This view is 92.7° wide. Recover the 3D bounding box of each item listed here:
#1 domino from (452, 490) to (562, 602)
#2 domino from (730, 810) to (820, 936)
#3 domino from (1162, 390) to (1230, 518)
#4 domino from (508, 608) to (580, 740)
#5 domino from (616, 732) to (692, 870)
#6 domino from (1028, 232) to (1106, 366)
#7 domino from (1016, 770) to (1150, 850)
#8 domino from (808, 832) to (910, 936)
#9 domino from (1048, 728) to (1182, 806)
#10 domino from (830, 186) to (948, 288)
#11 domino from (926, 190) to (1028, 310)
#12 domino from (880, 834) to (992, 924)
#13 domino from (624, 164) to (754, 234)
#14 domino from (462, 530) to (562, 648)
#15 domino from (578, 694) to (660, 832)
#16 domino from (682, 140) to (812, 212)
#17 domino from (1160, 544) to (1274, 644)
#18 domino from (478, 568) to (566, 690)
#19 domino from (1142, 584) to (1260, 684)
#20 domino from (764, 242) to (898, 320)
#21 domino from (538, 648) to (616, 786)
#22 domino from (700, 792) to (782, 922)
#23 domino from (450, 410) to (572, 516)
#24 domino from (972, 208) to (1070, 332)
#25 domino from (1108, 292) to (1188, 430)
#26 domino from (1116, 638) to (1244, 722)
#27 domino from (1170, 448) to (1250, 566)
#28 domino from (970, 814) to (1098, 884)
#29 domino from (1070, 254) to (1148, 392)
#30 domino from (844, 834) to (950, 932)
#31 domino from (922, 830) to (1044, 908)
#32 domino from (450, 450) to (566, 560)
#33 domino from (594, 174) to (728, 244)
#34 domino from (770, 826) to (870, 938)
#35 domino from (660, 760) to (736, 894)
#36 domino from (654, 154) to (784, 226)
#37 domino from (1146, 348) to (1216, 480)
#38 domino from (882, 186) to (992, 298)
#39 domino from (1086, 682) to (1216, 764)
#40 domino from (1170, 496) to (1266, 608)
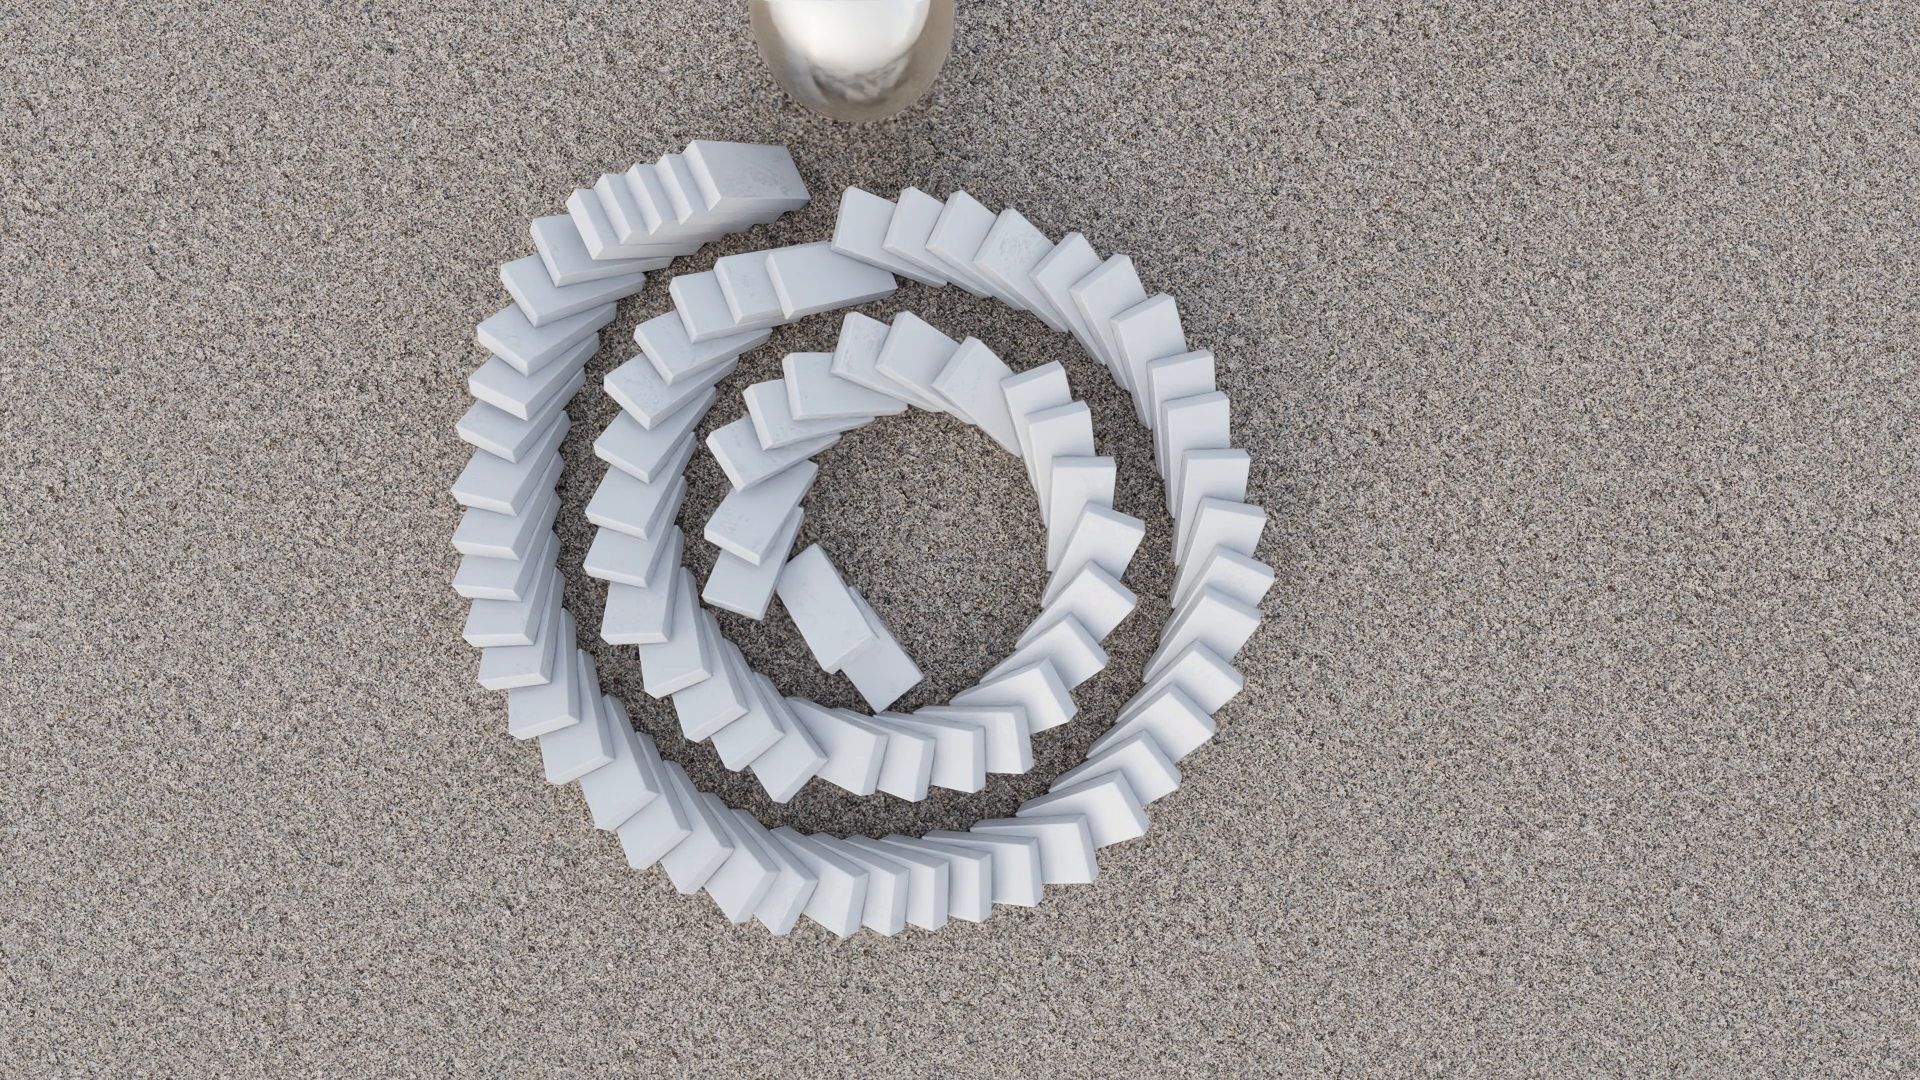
[{"bbox_3d":[-0.188,0.001,0.382,0.025,0.009,0.050,5,57,2],"label":"domino"},{"bbox_3d":[-0.084,0.138,0.382,0.050,0.010,0.025,29,90,34],"label":"domino"},{"bbox_3d":[0.099,-0.035,0.382,0.025,0.009,0.050,-11,121,-1],"label":"domino"},{"bbox_3d":[-0.174,0.055,0.383,0.025,0.009,0.050,-17,60,0],"label":"domino"},{"bbox_3d":[-0.133,0.108,0.383,0.025,0.010,0.050,-38,58,1],"label":"domino"},{"bbox_3d":[0.054,-0.101,0.384,0.025,0.010,0.050,-45,119,0],"label":"domino"},{"bbox_3d":[0.051,0.116,0.383,0.050,0.009,0.025,-28,93,30],"label":"domino"},{"bbox_3d":[-0.044,0.142,0.381,0.050,0.010,0.025,8,93,36],"label":"domino"},{"bbox_3d":[0.065,0.102,0.384,0.050,0.010,0.025,-38,90,28],"label":"domino"},{"bbox_3d":[-0.027,-0.127,0.385,0.050,0.010,0.025,13,90,-24],"label":"domino"},{"bbox_3d":[0.012,-0.120,0.382,0.050,0.010,0.025,27,86,-30],"label":"domino"},{"bbox_3d":[-0.011,0.140,0.383,0.050,0.010,0.025,0,90,33],"label":"domino"},{"bbox_3d":[-0.110,-0.140,0.378,0.010,0.050,0.025,-26,90,40],"label":"domino"},{"bbox_3d":[-0.186,0.020,0.382,0.025,0.009,0.050,-2,56,2],"label":"domino"},{"bbox_3d":[-0.147,0.092,0.383,0.025,0.009,0.050,-37,59,0],"label":"domino"},{"bbox_3d":[-0.087,-0.150,0.378,0.009,0.050,0.025,-26,90,40],"label":"domino"},{"bbox_3d":[0.107,0.028,0.383,0.025,0.010,0.050,23,121,-1],"label":"domino"},{"bbox_3d":[-0.182,0.036,0.382,0.025,0.010,0.050,-7,57,0],"label":"domino"},{"bbox_3d":[0.100,0.044,0.382,0.025,0.010,0.050,26,121,-3],"label":"domino"},{"bbox_3d":[-0.053,-0.111,0.383,0.050,0.010,0.025,-22,90,-30],"label":"domino"},{"bbox_3d":[-0.163,0.074,0.384,0.025,0.009,0.050,-25,62,0],"label":"domino"},{"bbox_3d":[-0.099,0.131,0.382,0.050,0.010,0.025,35,93,33],"label":"domino"},{"bbox_3d":[-0.186,-0.035,0.382,0.025,0.009,0.050,13,57,4],"label":"domino"},{"bbox_3d":[0.032,-0.112,0.383,0.050,0.010,0.025,32,87,-30],"label":"domino"},{"bbox_3d":[0.082,-0.074,0.382,0.025,0.010,0.050,-26,121,-4],"label":"domino"},{"bbox_3d":[0.091,0.067,0.383,0.025,0.009,0.050,39,120,0],"label":"domino"},{"bbox_3d":[0.104,-0.013,0.383,0.025,0.010,0.050,-1,120,0],"label":"domino"},{"bbox_3d":[0.031,0.130,0.384,0.050,0.009,0.025,-13,91,28],"label":"domino"},{"bbox_3d":[0.068,-0.090,0.382,0.025,0.010,0.050,-38,122,-4],"label":"domino"},{"bbox_3d":[-0.028,0.142,0.381,0.050,0.010,0.025,3,91,36],"label":"domino"},{"bbox_3d":[0.009,0.137,0.384,0.050,0.009,0.025,-5,90,28],"label":"domino"},{"bbox_3d":[-0.187,-0.016,0.382,0.025,0.009,0.050,7,57,3],"label":"domino"},{"bbox_3d":[-0.122,-0.136,0.378,0.009,0.050,0.025,-26,90,40],"label":"domino"},{"bbox_3d":[-0.061,0.141,0.381,0.050,0.009,0.025,14,94,35],"label":"domino"},{"bbox_3d":[-0.117,0.119,0.383,0.025,0.010,0.050,-47,58,0],"label":"domino"},{"bbox_3d":[-0.098,-0.144,0.378,0.009,0.050,0.025,-26,90,40],"label":"domino"},{"bbox_3d":[0.094,-0.052,0.384,0.025,0.009,0.050,-13,119,0],"label":"domino"},{"bbox_3d":[-0.005,-0.124,0.384,0.050,0.009,0.025,19,90,-29],"label":"domino"},{"bbox_3d":[0.079,0.084,0.384,0.025,0.009,0.050,43,119,0],"label":"domino"},{"bbox_3d":[0.107,0.008,0.383,0.025,0.009,0.050,10,122,0],"label":"domino"}]
